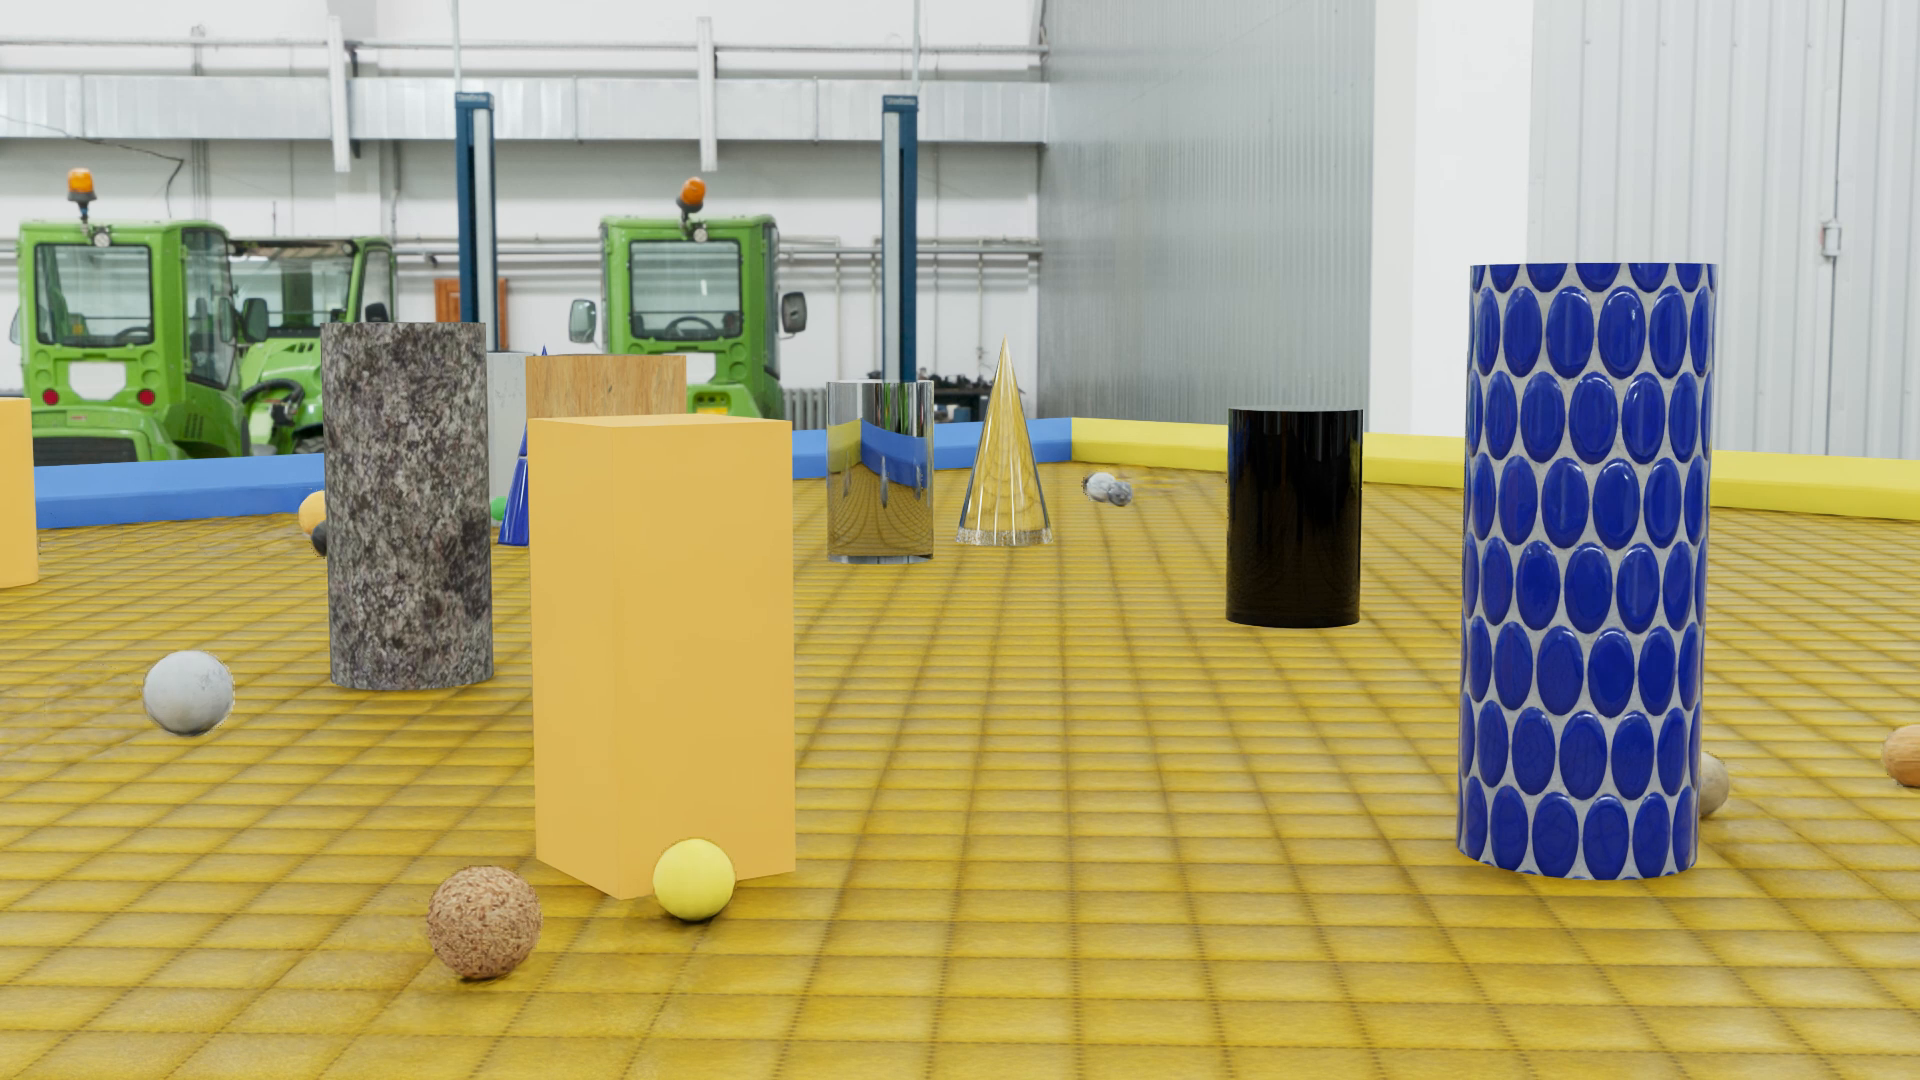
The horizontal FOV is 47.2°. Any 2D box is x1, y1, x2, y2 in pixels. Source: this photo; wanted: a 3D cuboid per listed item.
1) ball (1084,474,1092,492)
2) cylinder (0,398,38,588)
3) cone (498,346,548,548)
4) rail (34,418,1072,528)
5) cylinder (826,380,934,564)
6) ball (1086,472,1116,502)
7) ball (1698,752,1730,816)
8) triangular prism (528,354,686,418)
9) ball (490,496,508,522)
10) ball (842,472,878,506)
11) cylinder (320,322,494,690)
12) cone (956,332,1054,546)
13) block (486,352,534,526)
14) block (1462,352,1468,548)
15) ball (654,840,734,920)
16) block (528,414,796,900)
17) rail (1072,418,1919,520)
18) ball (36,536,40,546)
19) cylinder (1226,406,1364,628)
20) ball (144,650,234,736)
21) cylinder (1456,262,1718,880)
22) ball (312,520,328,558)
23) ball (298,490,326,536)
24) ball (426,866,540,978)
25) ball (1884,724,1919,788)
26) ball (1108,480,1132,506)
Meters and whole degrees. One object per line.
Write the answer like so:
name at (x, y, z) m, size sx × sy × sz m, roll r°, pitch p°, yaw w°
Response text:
ball at (0.322, -0.133, 5.253) m, size 0.053 × 0.053 × 0.053 m, roll 0°, pitch 6°, yaw 0°
cylinder at (-1.605, -0.079, 3.567) m, size 0.192 × 0.298 × 0.192 m, roll 0°, pitch 6°, yaw 0°
cone at (-0.788, -0.184, 4.186) m, size 0.192 × 0.379 × 0.192 m, roll 0°, pitch 6°, yaw 0°
rail at (-1.402, -0.127, 4.844) m, size 4.751 × 0.125 × 0.045 m, roll -6°, pitch 8°, yaw -42°
cylinder at (-0.142, -0.125, 3.919) m, size 0.192 × 0.316 × 0.192 m, roll 0°, pitch 6°, yaw 0°
ball at (0.328, -0.122, 5.075) m, size 0.070 × 0.070 × 0.070 m, roll 0°, pitch 6°, yaw 0°
ball at (0.648, 0.215, 1.936) m, size 0.057 × 0.057 × 0.057 m, roll 0°, pitch 6°, yaw 0°
triangular prism at (-0.393, -0.002, 2.378) m, size 0.166 × 0.395 × 0.144 m, roll -2°, pitch 6°, yaw -21°
ball at (-0.884, -0.060, 4.246) m, size 0.050 × 0.050 × 0.050 m, roll 0°, pitch 6°, yaw 0°
ball at (-0.225, -0.116, 4.960) m, size 0.080 × 0.080 × 0.080 m, roll 0°, pitch 6°, yaw 0°
cylinder at (-0.664, -0.047, 2.646) m, size 0.192 × 0.428 × 0.192 m, roll 0°, pitch 6°, yaw 0°
cone at (0.086, -0.198, 4.213) m, size 0.192 × 0.400 × 0.192 m, roll 0°, pitch 6°, yaw 0°
block at (-0.993, -0.213, 4.584) m, size 0.153 × 0.352 × 0.153 m, roll 2°, pitch 6°, yaw 20°
block at (0.908, -0.119, 3.581) m, size 0.153 × 0.376 × 0.153 m, roll 2°, pitch 6°, yaw 19°
ball at (-0.194, 0.248, 1.605) m, size 0.059 × 0.059 × 0.059 m, roll 0°, pitch 6°, yaw 0°
block at (-0.237, 0.083, 1.748) m, size 0.153 × 0.357 × 0.153 m, roll -4°, pitch 7°, yaw -34°
rail at (1.729, -0.135, 4.918) m, size 0.045 × 0.125 × 4.183 m, roll -6°, pitch 8°, yaw -42°
ball at (-1.616, 0.010, 3.750) m, size 0.083 × 0.083 × 0.083 m, roll 0°, pitch 6°, yaw 0°
cylinder at (0.478, -0.037, 3.150) m, size 0.192 × 0.303 × 0.192 m, roll 0°, pitch 6°, yaw 0°
ball at (-0.807, 0.160, 2.299) m, size 0.089 × 0.089 × 0.089 m, roll 0°, pitch 6°, yaw 0°
cylinder at (0.507, 0.018, 1.789) m, size 0.192 × 0.479 × 0.192 m, roll 0°, pitch 6°, yaw 0°
ball at (-1.120, -0.003, 3.927) m, size 0.072 × 0.072 × 0.072 m, roll 0°, pitch 6°, yaw 0°
ball at (-1.225, -0.048, 4.239) m, size 0.096 × 0.096 × 0.096 m, roll 0°, pitch 6°, yaw 0°
ball at (-0.318, 0.255, 1.468) m, size 0.074 × 0.074 × 0.074 m, roll 0°, pitch 6°, yaw 0°
ball at (0.893, 0.202, 2.053) m, size 0.058 × 0.058 × 0.058 m, roll 0°, pitch 6°, yaw 0°
ball at (0.361, -0.105, 4.964) m, size 0.058 × 0.058 × 0.058 m, roll 0°, pitch 6°, yaw 0°
